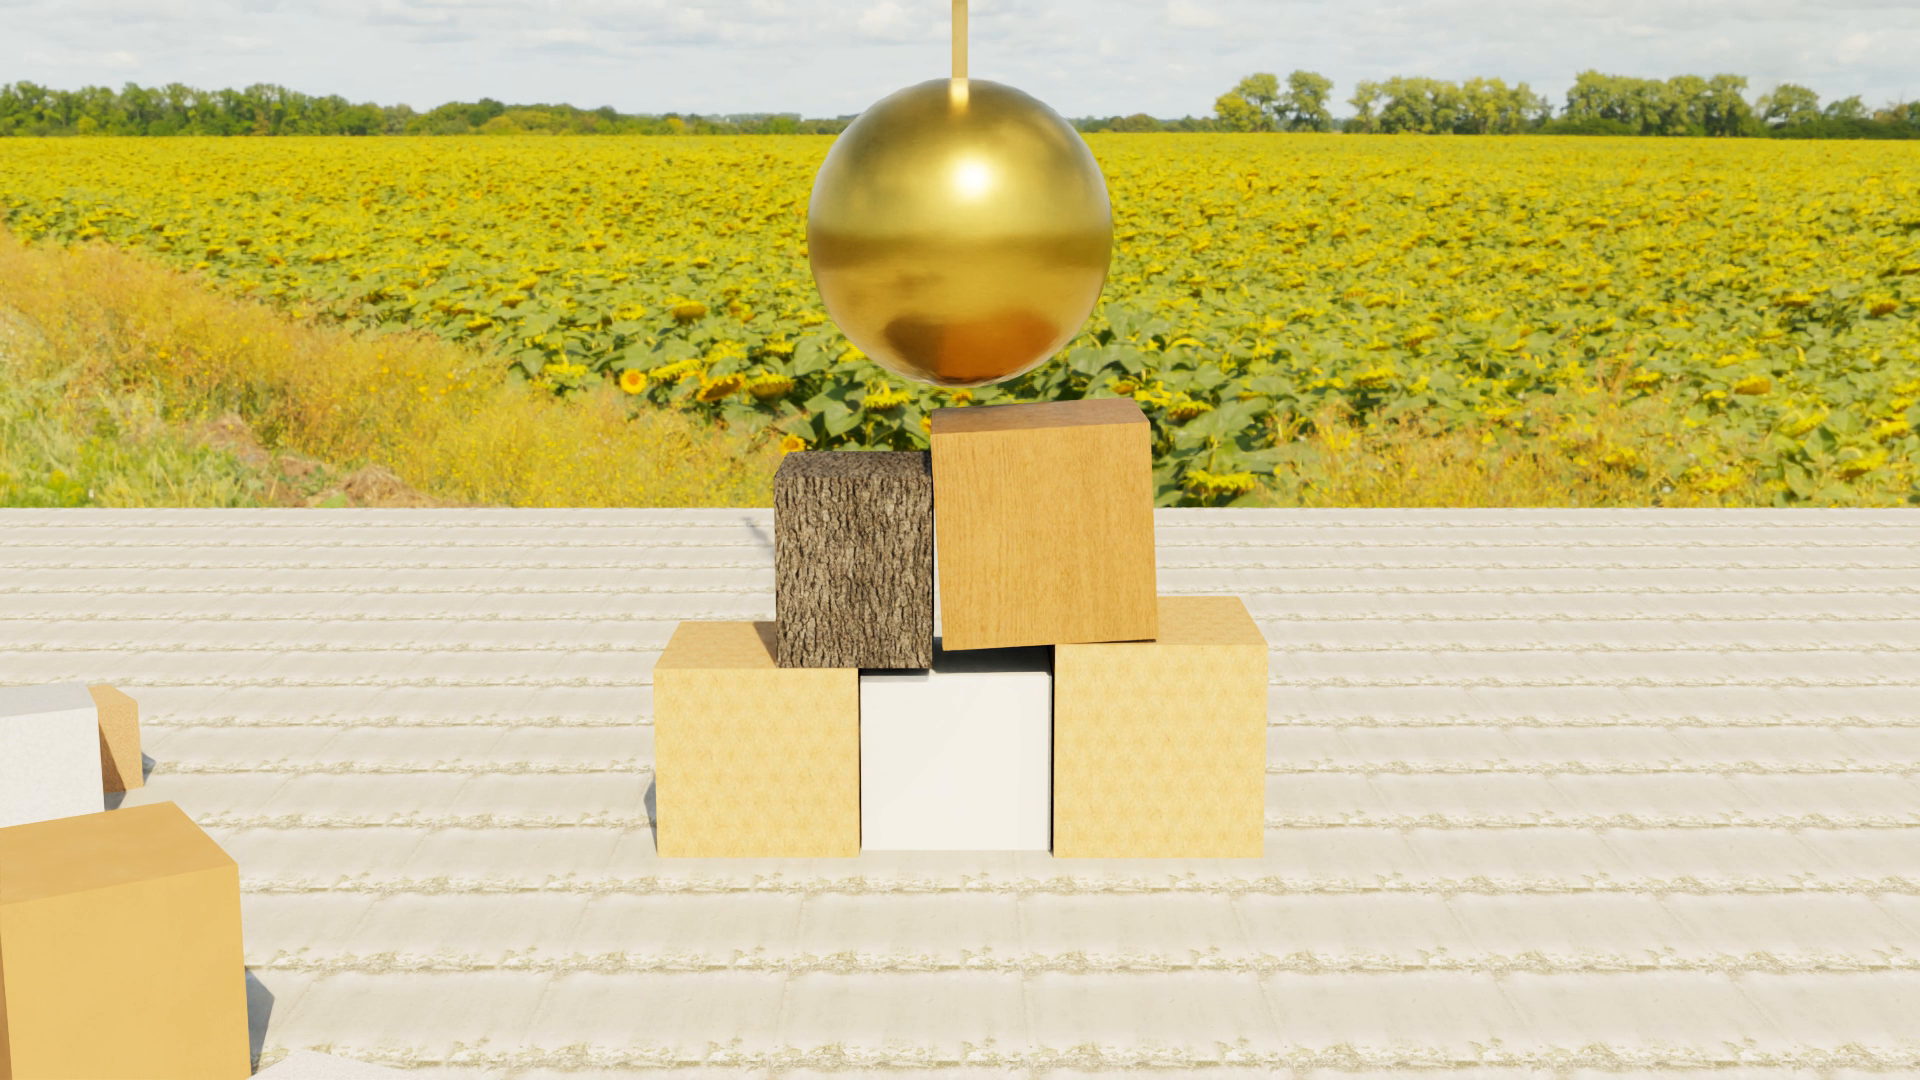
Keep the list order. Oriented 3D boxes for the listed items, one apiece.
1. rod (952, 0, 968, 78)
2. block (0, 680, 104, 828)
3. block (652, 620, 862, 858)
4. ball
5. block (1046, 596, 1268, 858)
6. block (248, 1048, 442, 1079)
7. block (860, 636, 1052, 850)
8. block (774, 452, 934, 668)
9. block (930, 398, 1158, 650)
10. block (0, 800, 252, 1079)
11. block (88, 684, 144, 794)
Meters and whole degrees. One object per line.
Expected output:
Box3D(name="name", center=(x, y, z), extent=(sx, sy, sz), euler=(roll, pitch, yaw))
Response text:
Box3D(name="rod", center=(0.000, -4.869, 10.522), extent=(0.080, 5.200, 0.080), euler=(0, 15, 0))
Box3D(name="block", center=(-4.856, 1.154, 11.367), extent=(0.717, 0.662, 0.643), euler=(-5, 12, -27))
Box3D(name="block", center=(-0.999, 1.005, 11.352), extent=(0.998, 0.961, 1.090), euler=(0, 10, 0))
Box3D(name="ball", center=(0.000, -1.588, 11.414), extent=(1.600, 1.600, 1.600), euler=(0, 10, 0))
Box3D(name="block", center=(0.983, 0.939, 11.371), extent=(1.037, 1.083, 1.166), euler=(0, 10, 0))
Box3D(name="block", center=(-1.813, 2.031, 6.239), extent=(0.812, 0.771, 0.843), euler=(5, 11, 24))
Box3D(name="block", center=(-0.019, 1.034, 11.376), extent=(0.945, 0.895, 0.881), euler=(0, 10, 0))
Box3D(name="block", center=(-0.517, 0.082, 11.111), extent=(0.760, 0.942, 0.908), euler=(0, 10, 0))
Box3D(name="block", center=(0.410, -0.106, 11.133), extent=(1.053, 1.063, 1.034), euler=(-3, 10, 0))
Box3D(name="block", center=(-3.245, 1.596, 8.297), extent=(0.820, 0.892, 0.942), euler=(-7, 12, -33))
Box3D(name="block", center=(-4.833, 1.112, 12.096), extent=(0.479, 0.485, 0.500), euler=(-8, 13, -37))
